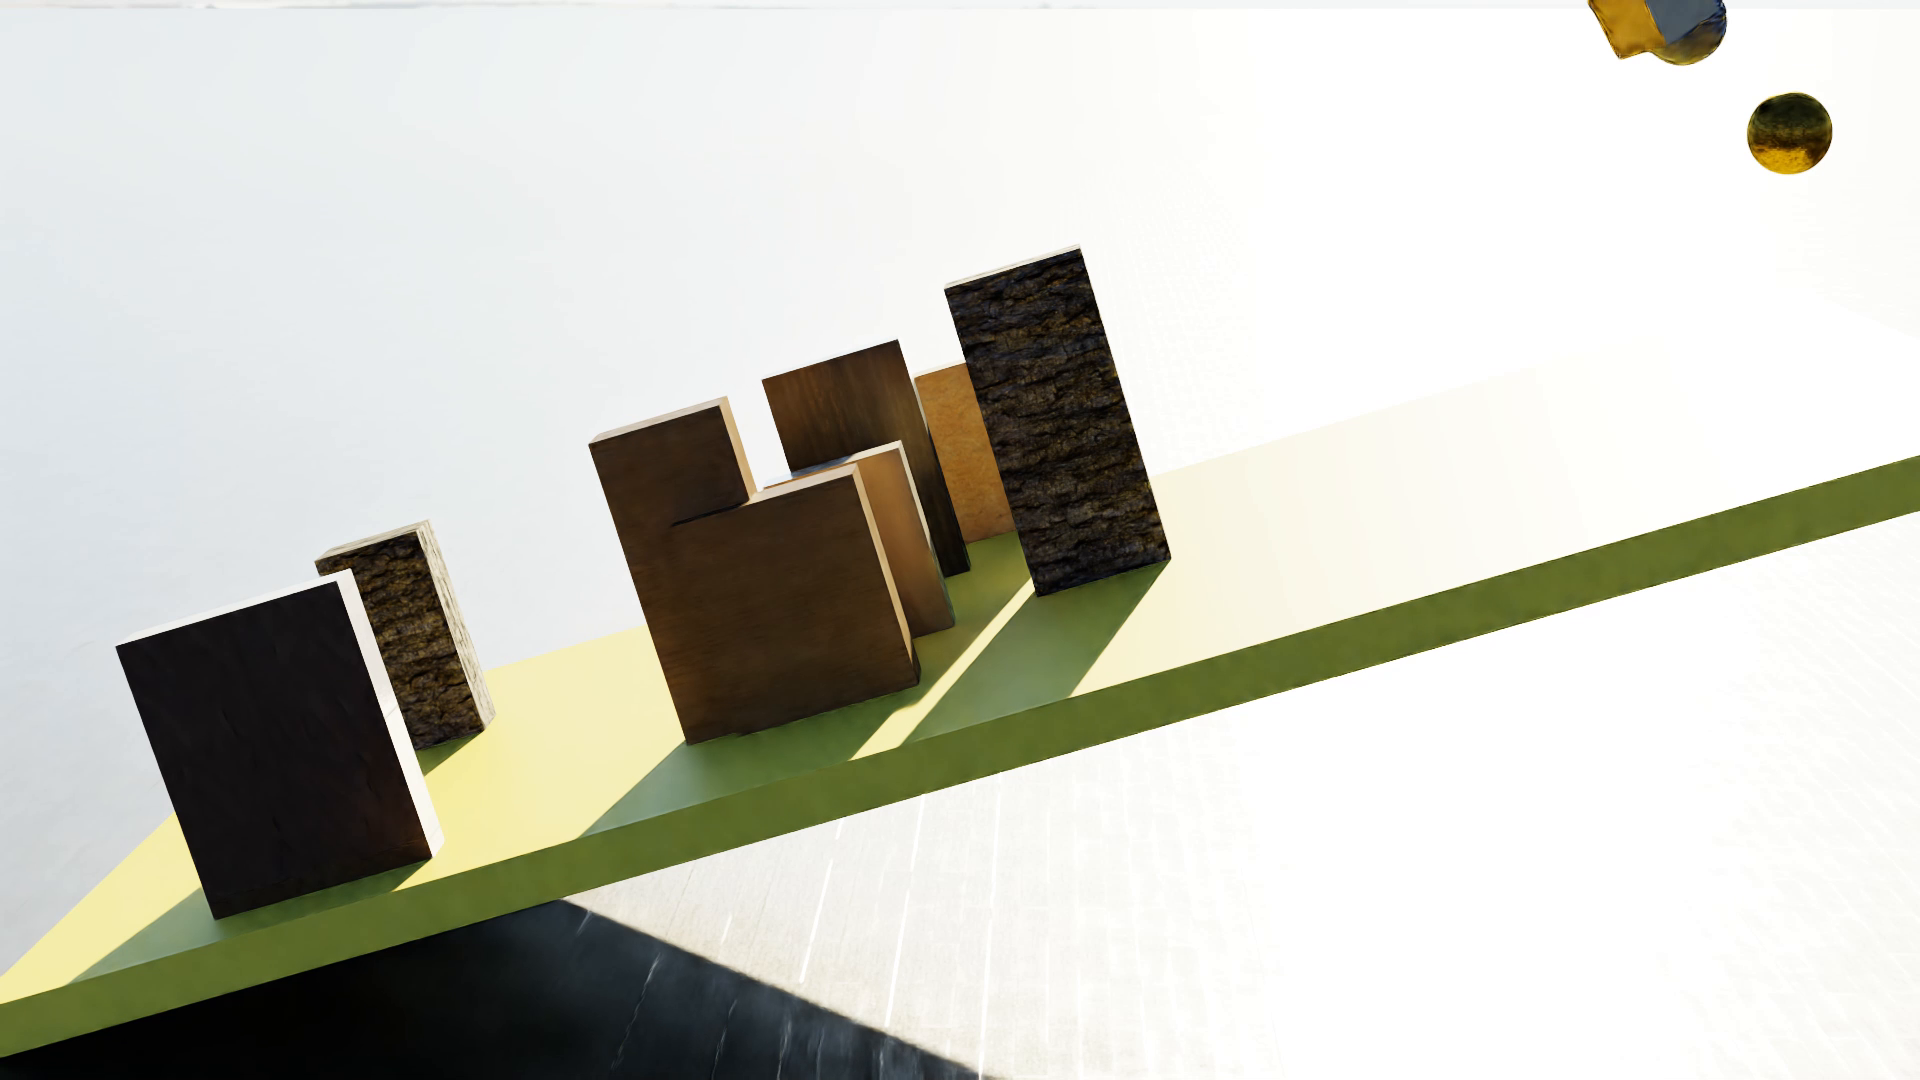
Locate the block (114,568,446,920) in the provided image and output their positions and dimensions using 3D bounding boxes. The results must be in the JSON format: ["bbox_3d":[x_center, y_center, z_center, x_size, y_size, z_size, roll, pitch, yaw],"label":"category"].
[{"bbox_3d":[-1.293,0.391,5.613,0.445,0.562,0.110,-16,10,5],"label":"block"}]

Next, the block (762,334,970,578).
[{"bbox_3d":[-0.214,-0.155,6.776,0.328,0.561,0.083,-16,10,5],"label":"block"}]

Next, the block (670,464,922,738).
[{"bbox_3d":[-0.321,0.118,5.820,0.372,0.440,0.131,-16,10,5],"label":"block"}]

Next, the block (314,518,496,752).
[{"bbox_3d":[-1.259,0.225,6.693,0.243,0.481,0.148,-16,10,5],"label":"block"}]

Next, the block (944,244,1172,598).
[{"bbox_3d":[0.209,-0.253,6.236,0.298,0.686,0.115,-16,10,5],"label":"block"}]

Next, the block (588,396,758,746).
[{"bbox_3d":[-0.504,0.062,5.866,0.272,0.637,0.133,-16,10,5],"label":"block"}]

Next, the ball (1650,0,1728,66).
[{"bbox_3d":[1.463,-1.048,5.953,0.177,0.177,0.177,0,11,0],"label":"ball"}]

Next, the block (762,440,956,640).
[{"bbox_3d":[-0.212,0.028,6.240,0.300,0.401,0.098,-16,10,5],"label":"block"}]

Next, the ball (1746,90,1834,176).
[{"bbox_3d":[1.606,-0.788,5.693,0.163,0.163,0.163,0,11,0],"label":"ball"}]

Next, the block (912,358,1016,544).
[{"bbox_3d":[0.094,-0.238,7.103,0.353,0.426,0.088,-16,10,5],"label":"block"}]

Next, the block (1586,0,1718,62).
[{"bbox_3d":[1.354,-1.055,5.769,0.152,0.152,0.152,-35,11,-23],"label":"block"}]

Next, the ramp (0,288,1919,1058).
[{"bbox_3d":[0.094,0.186,6.317,4.000,0.100,2.000,-16,10,5],"label":"ramp"}]
